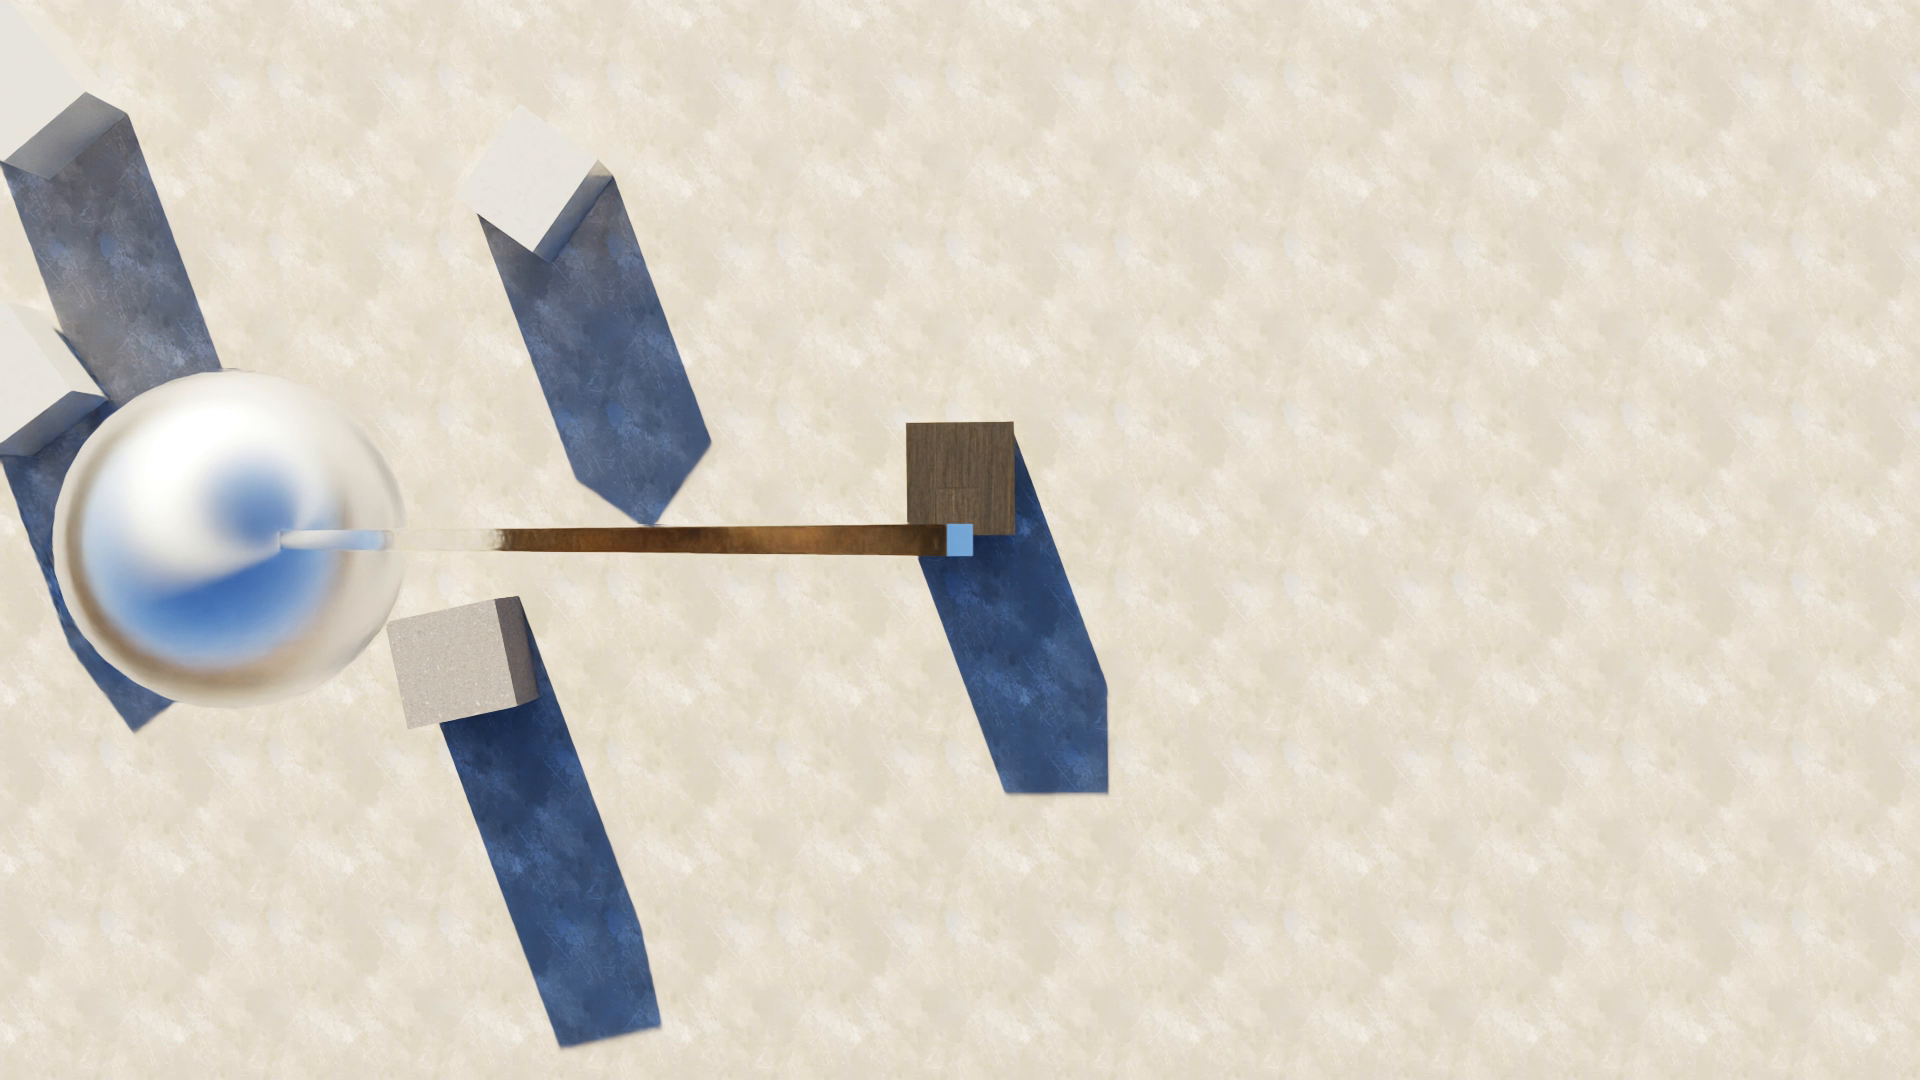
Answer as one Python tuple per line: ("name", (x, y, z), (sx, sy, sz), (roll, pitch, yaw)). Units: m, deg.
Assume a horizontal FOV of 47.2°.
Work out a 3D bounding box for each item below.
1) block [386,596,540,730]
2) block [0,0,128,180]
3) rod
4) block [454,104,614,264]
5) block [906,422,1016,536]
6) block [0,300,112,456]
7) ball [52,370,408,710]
("block", (-2.848, 0.695, 12.652), (0.625, 0.696, 0.615), (-12, 90, 0))
("block", (-5.379, -2.593, 12.684), (0.612, 0.631, 0.703), (-40, 90, 0))
("rod", (-1.487, 0.000, 7.617), (0.080, 5.200, 0.080), (0, 90, -35))
("block", (-2.455, -2.048, 12.718), (0.542, 0.564, 0.643), (35, 90, 0))
("block", (0.003, -0.348, 12.727), (0.613, 0.546, 0.642), (-1, 90, 0))
("block", (-5.445, -0.923, 12.708), (0.590, 0.583, 0.635), (-37, 90, 0))
("ball", (-3.431, 0.000, 10.407), (1.600, 1.600, 1.600), (0, 90, 0))
